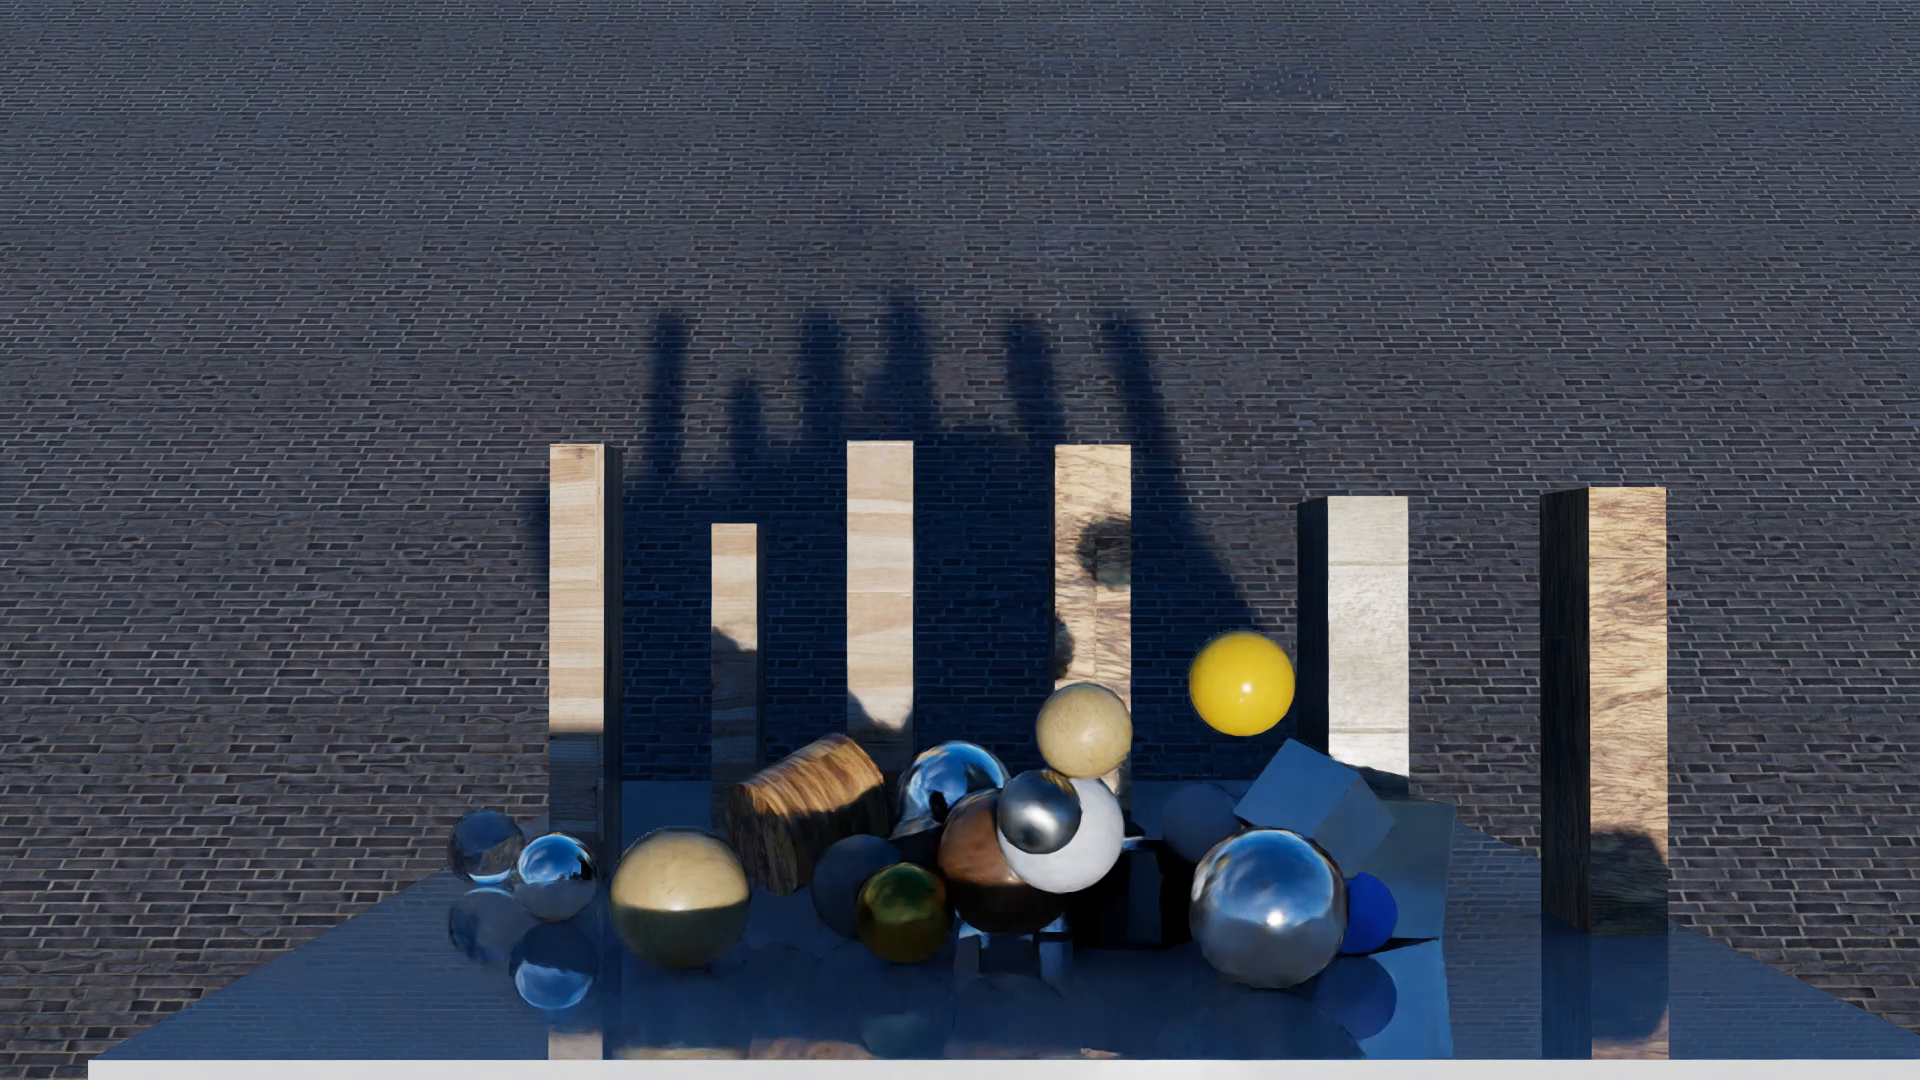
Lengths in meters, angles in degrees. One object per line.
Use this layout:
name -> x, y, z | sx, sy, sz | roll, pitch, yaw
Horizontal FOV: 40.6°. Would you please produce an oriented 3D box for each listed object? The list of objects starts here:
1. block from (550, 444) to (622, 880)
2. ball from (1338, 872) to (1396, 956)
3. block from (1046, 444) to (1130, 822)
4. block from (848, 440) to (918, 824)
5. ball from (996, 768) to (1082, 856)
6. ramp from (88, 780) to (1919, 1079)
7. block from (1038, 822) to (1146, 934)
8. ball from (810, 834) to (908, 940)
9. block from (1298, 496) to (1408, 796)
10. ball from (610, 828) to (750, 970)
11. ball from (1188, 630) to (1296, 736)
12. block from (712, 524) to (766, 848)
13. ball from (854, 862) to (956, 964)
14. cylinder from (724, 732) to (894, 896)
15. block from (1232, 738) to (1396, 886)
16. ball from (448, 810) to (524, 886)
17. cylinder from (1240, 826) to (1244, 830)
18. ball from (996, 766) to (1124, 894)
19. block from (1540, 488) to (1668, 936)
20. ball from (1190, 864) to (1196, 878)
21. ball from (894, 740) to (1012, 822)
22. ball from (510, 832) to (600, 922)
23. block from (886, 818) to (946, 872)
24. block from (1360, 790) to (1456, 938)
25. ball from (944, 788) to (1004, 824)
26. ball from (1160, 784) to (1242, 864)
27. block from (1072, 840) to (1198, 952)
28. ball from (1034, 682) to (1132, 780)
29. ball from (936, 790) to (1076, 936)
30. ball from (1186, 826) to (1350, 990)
block -> -0.661, 0.212, 4.592 | 0.093, 0.751, 0.247 | 0, -1, 0
ball -> 0.539, 0.510, 3.543 | 0.115, 0.115, 0.115 | 0, 33, 0
block -> 0.199, 0.219, 4.068 | 0.114, 0.716, 0.369 | 0, -1, 0
block -> -0.135, 0.211, 4.598 | 0.112, 0.751, 0.415 | 0, -1, 0
ball -> 0.100, 0.342, 3.261 | 0.108, 0.108, 0.108 | 0, 33, 0
ramp -> 0.073, 0.640, 4.754 | 2.000, 0.100, 4.000 | 0, -1, 0
block -> 0.188, 0.493, 3.802 | 0.148, 0.148, 0.148 | 2, -1, -2
ball -> -0.138, 0.495, 3.704 | 0.150, 0.150, 0.150 | 0, 33, 0
block -> 0.610, 0.257, 4.049 | 0.120, 0.639, 0.351 | 0, -1, 0
ball -> -0.369, 0.472, 3.420 | 0.185, 0.185, 0.185 | 0, 33, 0
ball -> 0.311, 0.158, 2.864 | 0.117, 0.117, 0.117 | 0, 33, 0
block -> -0.436, 0.284, 5.123 | 0.087, 0.626, 0.253 | 0, -1, 0
ball -> -0.074, 0.498, 3.464 | 0.135, 0.135, 0.135 | 0, 33, 0
cylinder -> -0.232, 0.418, 3.964 | 0.186, 0.186, 0.186 | -27, 41, -33
block -> 0.480, 0.375, 3.513 | 0.130, 0.130, 0.130 | 26, 73, 46
ball -> -0.797, 0.519, 4.369 | 0.127, 0.127, 0.127 | 0, 33, 0
cylinder -> 0.405, 0.462, 3.677 | 0.138, 0.138, 0.138 | -5, 69, -8
ball -> 0.132, 0.378, 3.390 | 0.167, 0.167, 0.167 | 0, 33, 0
block -> 0.967, 0.250, 3.910 | 0.111, 0.647, 0.320 | 0, -1, 0
ball -> 0.412, 0.507, 3.880 | 0.133, 0.133, 0.133 | 0, 33, 0
ball -> -0.008, 0.434, 4.315 | 0.203, 0.203, 0.203 | 0, 33, 0
ball -> -0.611, 0.507, 3.905 | 0.134, 0.134, 0.134 | 0, 33, 0
block -> -0.084, 0.511, 4.092 | 0.112, 0.112, 0.112 | -12, 5, -30
block -> 0.566, 0.461, 3.736 | 0.192, 0.192, 0.192 | 7, -1, -34
ball -> 0.055, 0.483, 4.144 | 0.173, 0.173, 0.173 | 0, 33, 0
ball -> 0.330, 0.390, 3.562 | 0.111, 0.111, 0.111 | 0, 33, 0
block -> 0.247, 0.497, 3.636 | 0.135, 0.135, 0.135 | -3, -1, 29
ball -> 0.157, 0.242, 3.291 | 0.124, 0.124, 0.124 | 0, 33, 0
ball -> 0.067, 0.442, 3.550 | 0.200, 0.200, 0.200 | 0, 33, 0
ball -> 0.385, 0.460, 3.246 | 0.204, 0.204, 0.204 | 0, 33, 0
